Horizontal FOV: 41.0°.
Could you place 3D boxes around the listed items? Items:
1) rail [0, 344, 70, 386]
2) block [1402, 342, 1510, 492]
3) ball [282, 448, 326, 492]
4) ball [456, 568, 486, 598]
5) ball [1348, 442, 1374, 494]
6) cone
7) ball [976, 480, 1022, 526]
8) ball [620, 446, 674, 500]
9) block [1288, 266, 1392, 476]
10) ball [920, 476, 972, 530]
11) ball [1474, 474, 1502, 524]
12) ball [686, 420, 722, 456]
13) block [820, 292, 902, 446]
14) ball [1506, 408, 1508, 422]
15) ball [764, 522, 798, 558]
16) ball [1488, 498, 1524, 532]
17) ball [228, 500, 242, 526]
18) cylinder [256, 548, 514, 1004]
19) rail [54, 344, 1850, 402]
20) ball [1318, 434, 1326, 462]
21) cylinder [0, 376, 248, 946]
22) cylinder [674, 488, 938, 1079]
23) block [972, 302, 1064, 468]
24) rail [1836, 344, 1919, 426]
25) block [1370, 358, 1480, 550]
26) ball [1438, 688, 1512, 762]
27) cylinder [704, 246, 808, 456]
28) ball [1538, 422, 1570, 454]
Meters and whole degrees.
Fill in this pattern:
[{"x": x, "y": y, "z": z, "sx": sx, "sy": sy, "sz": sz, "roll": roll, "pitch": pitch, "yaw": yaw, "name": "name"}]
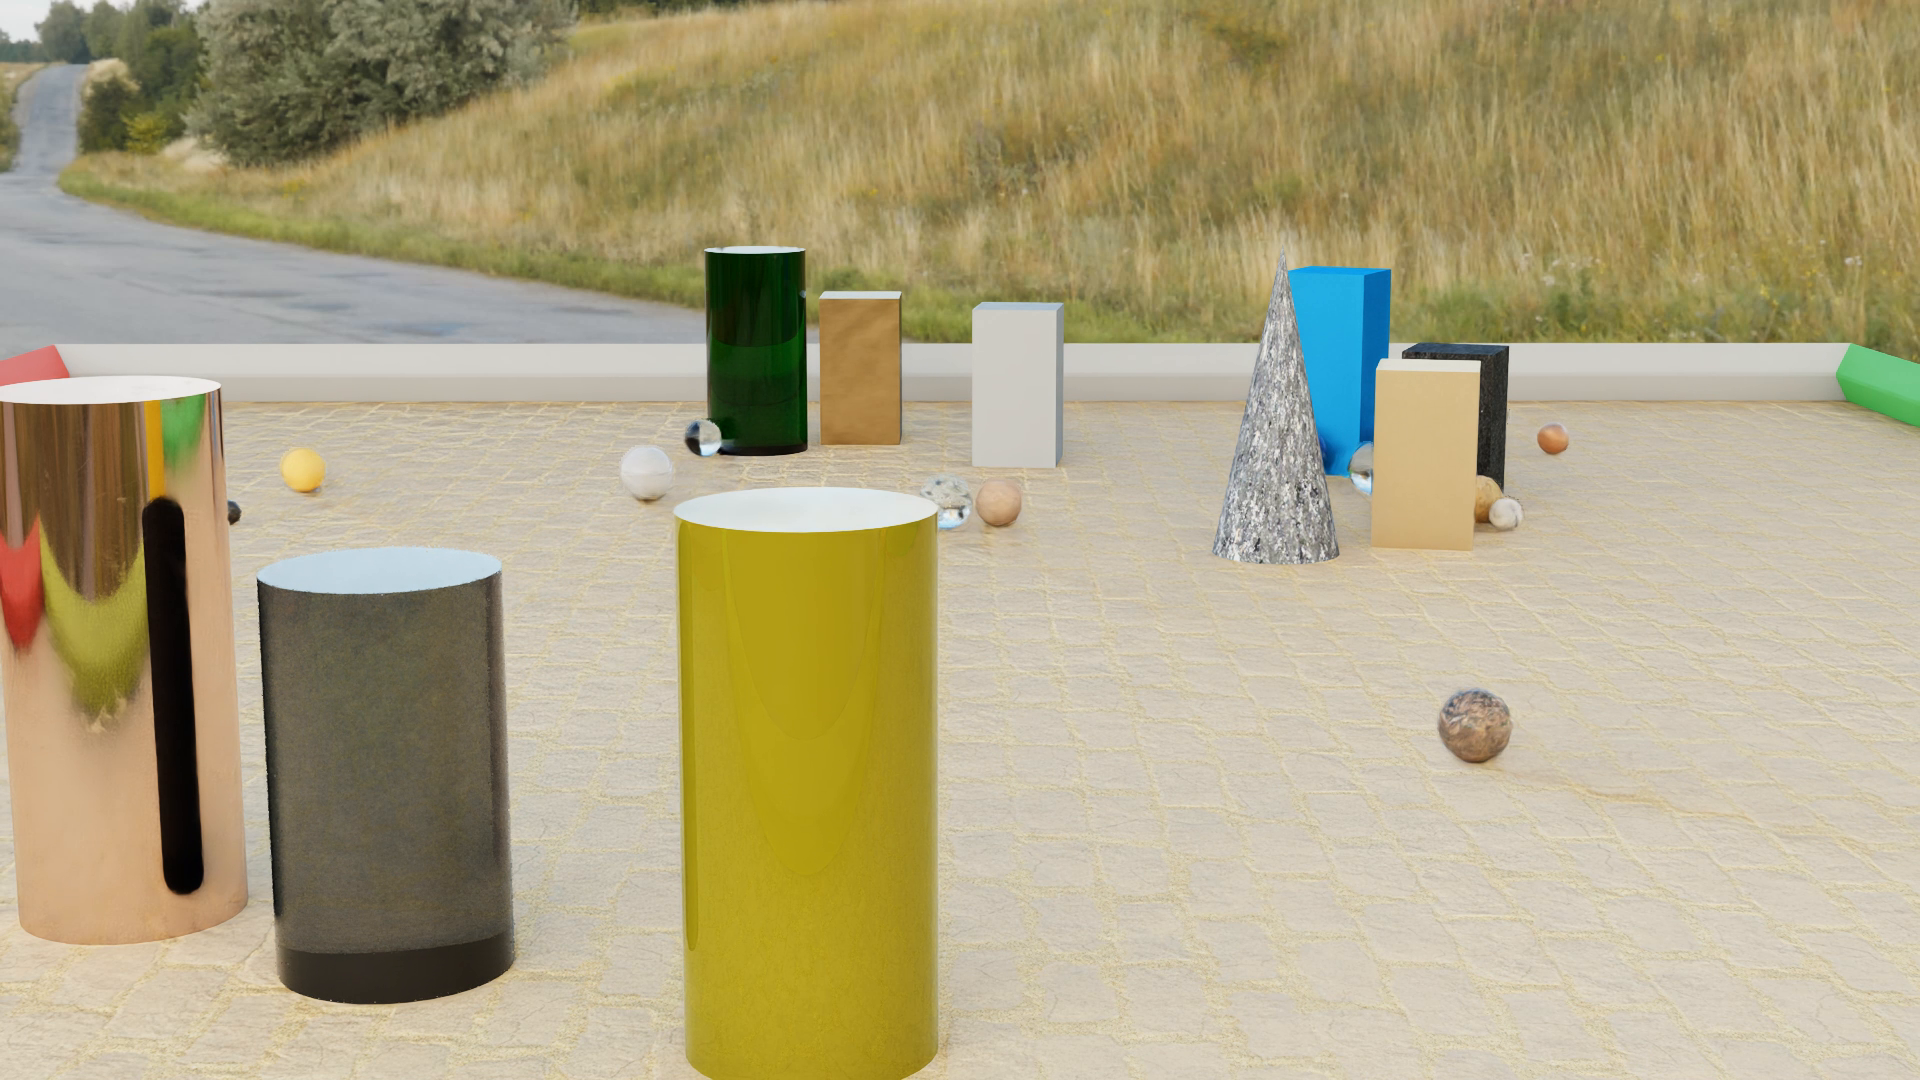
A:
[{"x": -1.927, "y": 0.034, "z": 3.438, "sx": 0.045, "sy": 0.124, "sz": 4.332, "roll": 0, "pitch": 11, "yaw": 0, "name": "rail"}, {"x": 0.834, "y": -0.198, "z": 4.337, "sx": 0.153, "sy": 0.252, "sz": 0.153, "roll": 4, "pitch": 11, "yaw": 21, "name": "block"}, {"x": -1.127, "y": -0.120, "z": 4.404, "sx": 0.075, "sy": 0.075, "sz": 0.075, "roll": 0, "pitch": 11, "yaw": 0, "name": "ball"}, {"x": -0.674, "y": 0.060, "z": 3.532, "sx": 0.041, "sy": 0.041, "sz": 0.041, "roll": 0, "pitch": 11, "yaw": 0, "name": "ball"}, {"x": 0.706, "y": -0.121, "z": 4.371, "sx": 0.089, "sy": 0.089, "sz": 0.089, "roll": 0, "pitch": 11, "yaw": 0, "name": "ball"}, {"x": 0.476, "y": -0.209, "z": 3.823, "sx": 0.191, "sy": 0.463, "sz": 0.191, "roll": 0, "pitch": 11, "yaw": 0, "name": "cone"}, {"x": 0.062, "y": -0.059, "z": 4.075, "sx": 0.075, "sy": 0.075, "sz": 0.075, "roll": 0, "pitch": 11, "yaw": 0, "name": "ball"}, {"x": -0.526, "y": -0.112, "z": 4.318, "sx": 0.090, "sy": 0.090, "sz": 0.090, "roll": 0, "pitch": 11, "yaw": 0, "name": "ball"}, {"x": 0.676, "y": -0.307, "z": 4.630, "sx": 0.153, "sy": 0.359, "sz": 0.153, "roll": 5, "pitch": 12, "yaw": 27, "name": "block"}, {"x": -0.022, "y": -0.060, "z": 4.053, "sx": 0.085, "sy": 0.085, "sz": 0.085, "roll": 0, "pitch": 11, "yaw": 0, "name": "ball"}, {"x": 0.828, "y": -0.065, "z": 4.103, "sx": 0.078, "sy": 0.078, "sz": 0.078, "roll": 0, "pitch": 11, "yaw": 0, "name": "ball"}, {"x": -0.479, "y": -0.190, "z": 4.798, "sx": 0.068, "sy": 0.068, "sz": 0.068, "roll": 0, "pitch": 11, "yaw": 0, "name": "ball"}, {"x": -0.192, "y": -0.336, "z": 4.998, "sx": 0.153, "sy": 0.282, "sz": 0.153, "roll": 0, "pitch": 11, "yaw": 1, "name": "block"}, {"x": 1.059, "y": -0.248, "z": 5.112, "sx": 0.068, "sy": 0.068, "sz": 0.068, "roll": 0, "pitch": 11, "yaw": 0, "name": "ball"}, {"x": -0.267, "y": 0.000, "z": 3.820, "sx": 0.052, "sy": 0.052, "sz": 0.052, "roll": 0, "pitch": 11, "yaw": 0, "name": "ball"}, {"x": 0.858, "y": -0.039, "z": 4.032, "sx": 0.053, "sy": 0.053, "sz": 0.053, "roll": 0, "pitch": 11, "yaw": 0, "name": "ball"}, {"x": -1.167, "y": -0.044, "z": 4.088, "sx": 0.041, "sy": 0.041, "sz": 0.041, "roll": 0, "pitch": 11, "yaw": 0, "name": "ball"}, {"x": -0.461, "y": 0.185, "z": 2.073, "sx": 0.191, "sy": 0.329, "sz": 0.191, "roll": 0, "pitch": 11, "yaw": 0, "name": "cylinder"}, {"x": -0.012, "y": -0.360, "z": 5.555, "sx": 3.902, "sy": 0.124, "sz": 0.045, "roll": 0, "pitch": 11, "yaw": 0, "name": "rail"}, {"x": 0.601, "y": -0.157, "z": 4.550, "sx": 0.095, "sy": 0.095, "sz": 0.095, "roll": 0, "pitch": 11, "yaw": 0, "name": "ball"}, {"x": -0.719, "y": 0.097, "z": 2.196, "sx": 0.191, "sy": 0.456, "sz": 0.191, "roll": 0, "pitch": 11, "yaw": 0, "name": "cylinder"}, {"x": -0.111, "y": 0.178, "z": 1.889, "sx": 0.191, "sy": 0.409, "sz": 0.191, "roll": 0, "pitch": 11, "yaw": 0, "name": "cylinder"}, {"x": 0.108, "y": -0.287, "z": 4.725, "sx": 0.153, "sy": 0.286, "sz": 0.153, "roll": 1, "pitch": 11, "yaw": 7, "name": "block"}, {"x": 1.927, "y": 0.030, "z": 3.460, "sx": 0.045, "sy": 0.124, "sz": 4.332, "roll": 0, "pitch": 11, "yaw": 0, "name": "rail"}, {"x": 0.716, "y": -0.133, "z": 3.938, "sx": 0.153, "sy": 0.271, "sz": 0.153, "roll": 2, "pitch": 11, "yaw": 12, "name": "block"}, {"x": 0.543, "y": 0.195, "z": 2.704, "sx": 0.078, "sy": 0.078, "sz": 0.078, "roll": 0, "pitch": 11, "yaw": 0, "name": "ball"}, {"x": -0.386, "y": -0.360, "z": 4.863, "sx": 0.191, "sy": 0.379, "sz": 0.191, "roll": 0, "pitch": 11, "yaw": 0, "name": "cylinder"}, {"x": 1.117, "y": -0.191, "z": 4.825, "sx": 0.060, "sy": 0.060, "sz": 0.060, "roll": 0, "pitch": 11, "yaw": 0, "name": "ball"}]
